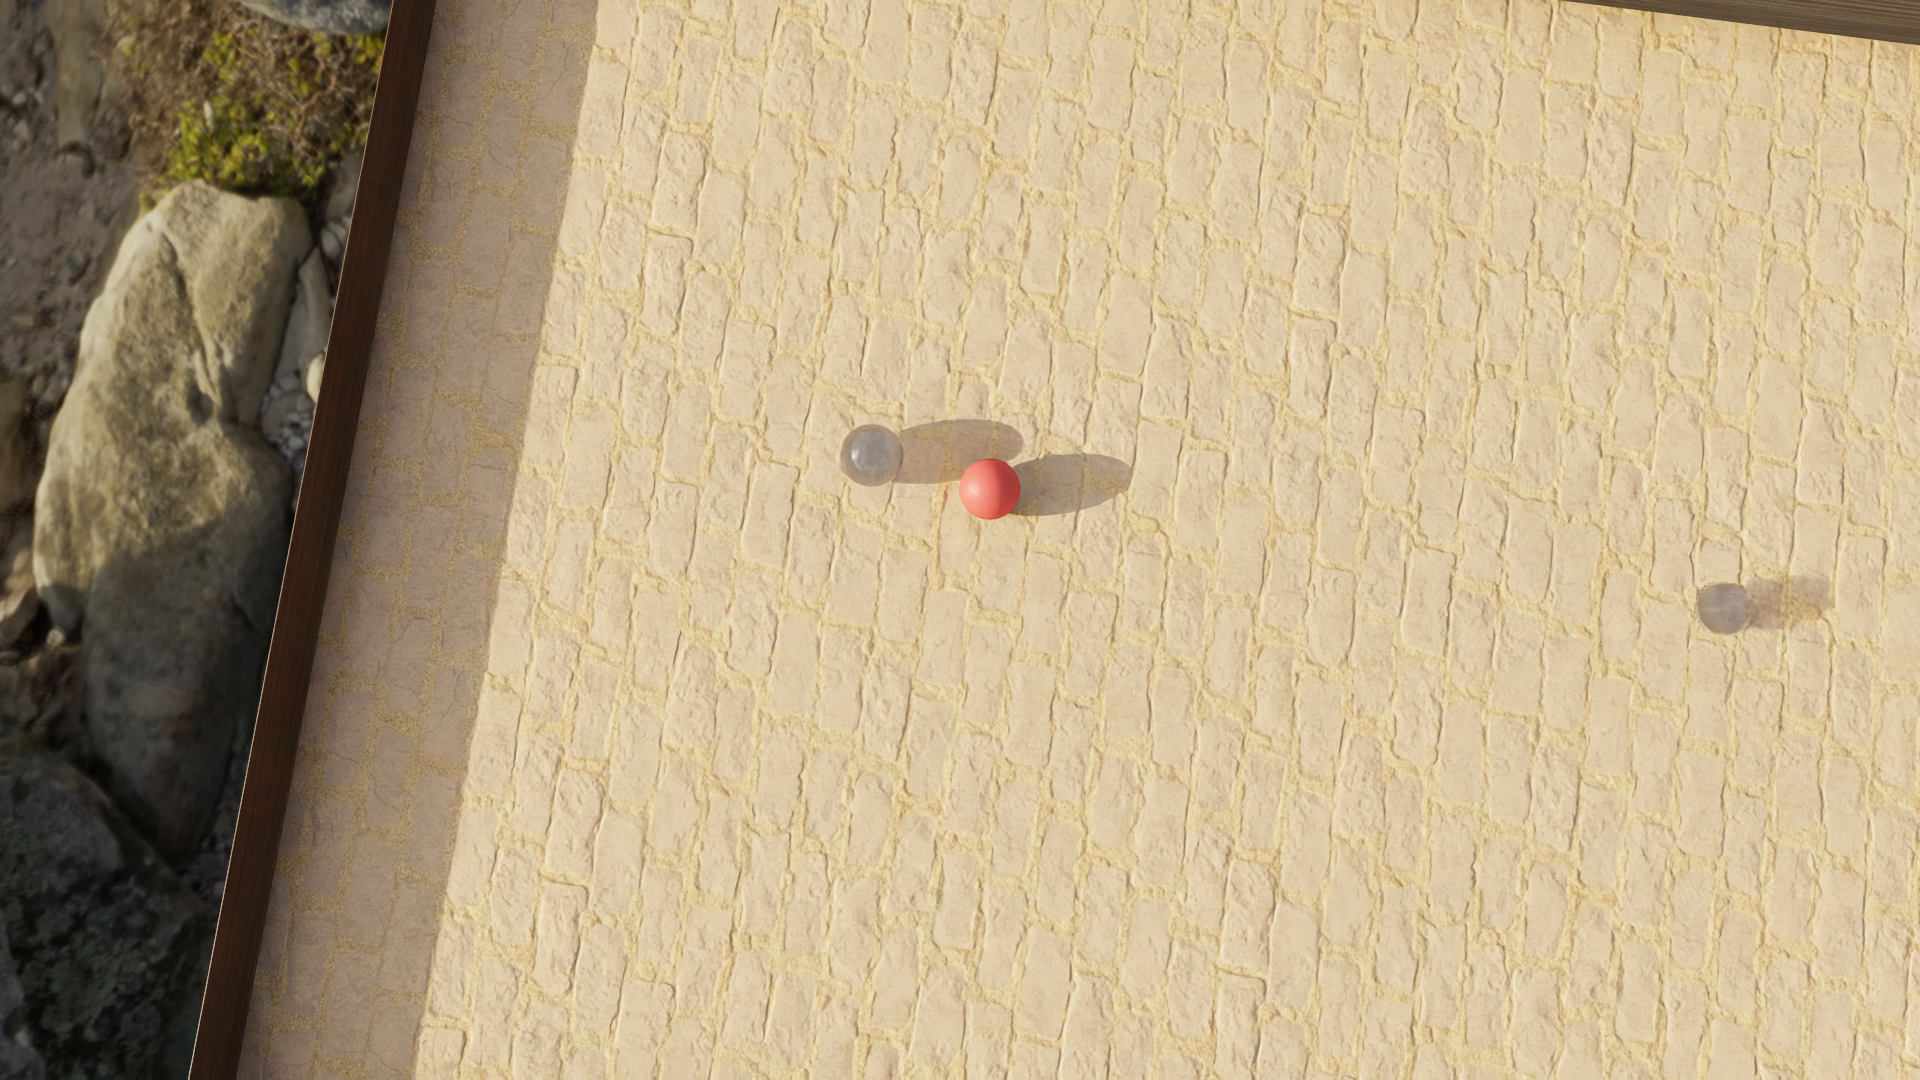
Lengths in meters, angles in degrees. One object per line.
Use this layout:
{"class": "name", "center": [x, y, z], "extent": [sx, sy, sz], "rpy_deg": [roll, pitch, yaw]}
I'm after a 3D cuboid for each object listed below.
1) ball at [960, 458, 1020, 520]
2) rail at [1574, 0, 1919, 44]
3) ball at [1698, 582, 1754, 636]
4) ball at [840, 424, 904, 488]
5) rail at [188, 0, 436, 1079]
{"class": "ball", "center": [0.045, -0.076, 3.286], "extent": [0.092, 0.092, 0.092], "rpy_deg": [0, 80, 0]}
{"class": "rail", "center": [1.084, -0.839, 3.403], "extent": [3.849, 0.125, 0.045], "rpy_deg": [8, 80, 1]}
{"class": "ball", "center": [1.135, 0.102, 3.262], "extent": [0.079, 0.079, 0.079], "rpy_deg": [0, 80, 0]}
{"class": "ball", "center": [-0.132, -0.127, 3.293], "extent": [0.096, 0.096, 0.096], "rpy_deg": [0, 80, 0]}
{"class": "rail", "center": [-0.930, -0.125, 3.277], "extent": [0.045, 0.125, 2.017], "rpy_deg": [8, 80, 1]}
